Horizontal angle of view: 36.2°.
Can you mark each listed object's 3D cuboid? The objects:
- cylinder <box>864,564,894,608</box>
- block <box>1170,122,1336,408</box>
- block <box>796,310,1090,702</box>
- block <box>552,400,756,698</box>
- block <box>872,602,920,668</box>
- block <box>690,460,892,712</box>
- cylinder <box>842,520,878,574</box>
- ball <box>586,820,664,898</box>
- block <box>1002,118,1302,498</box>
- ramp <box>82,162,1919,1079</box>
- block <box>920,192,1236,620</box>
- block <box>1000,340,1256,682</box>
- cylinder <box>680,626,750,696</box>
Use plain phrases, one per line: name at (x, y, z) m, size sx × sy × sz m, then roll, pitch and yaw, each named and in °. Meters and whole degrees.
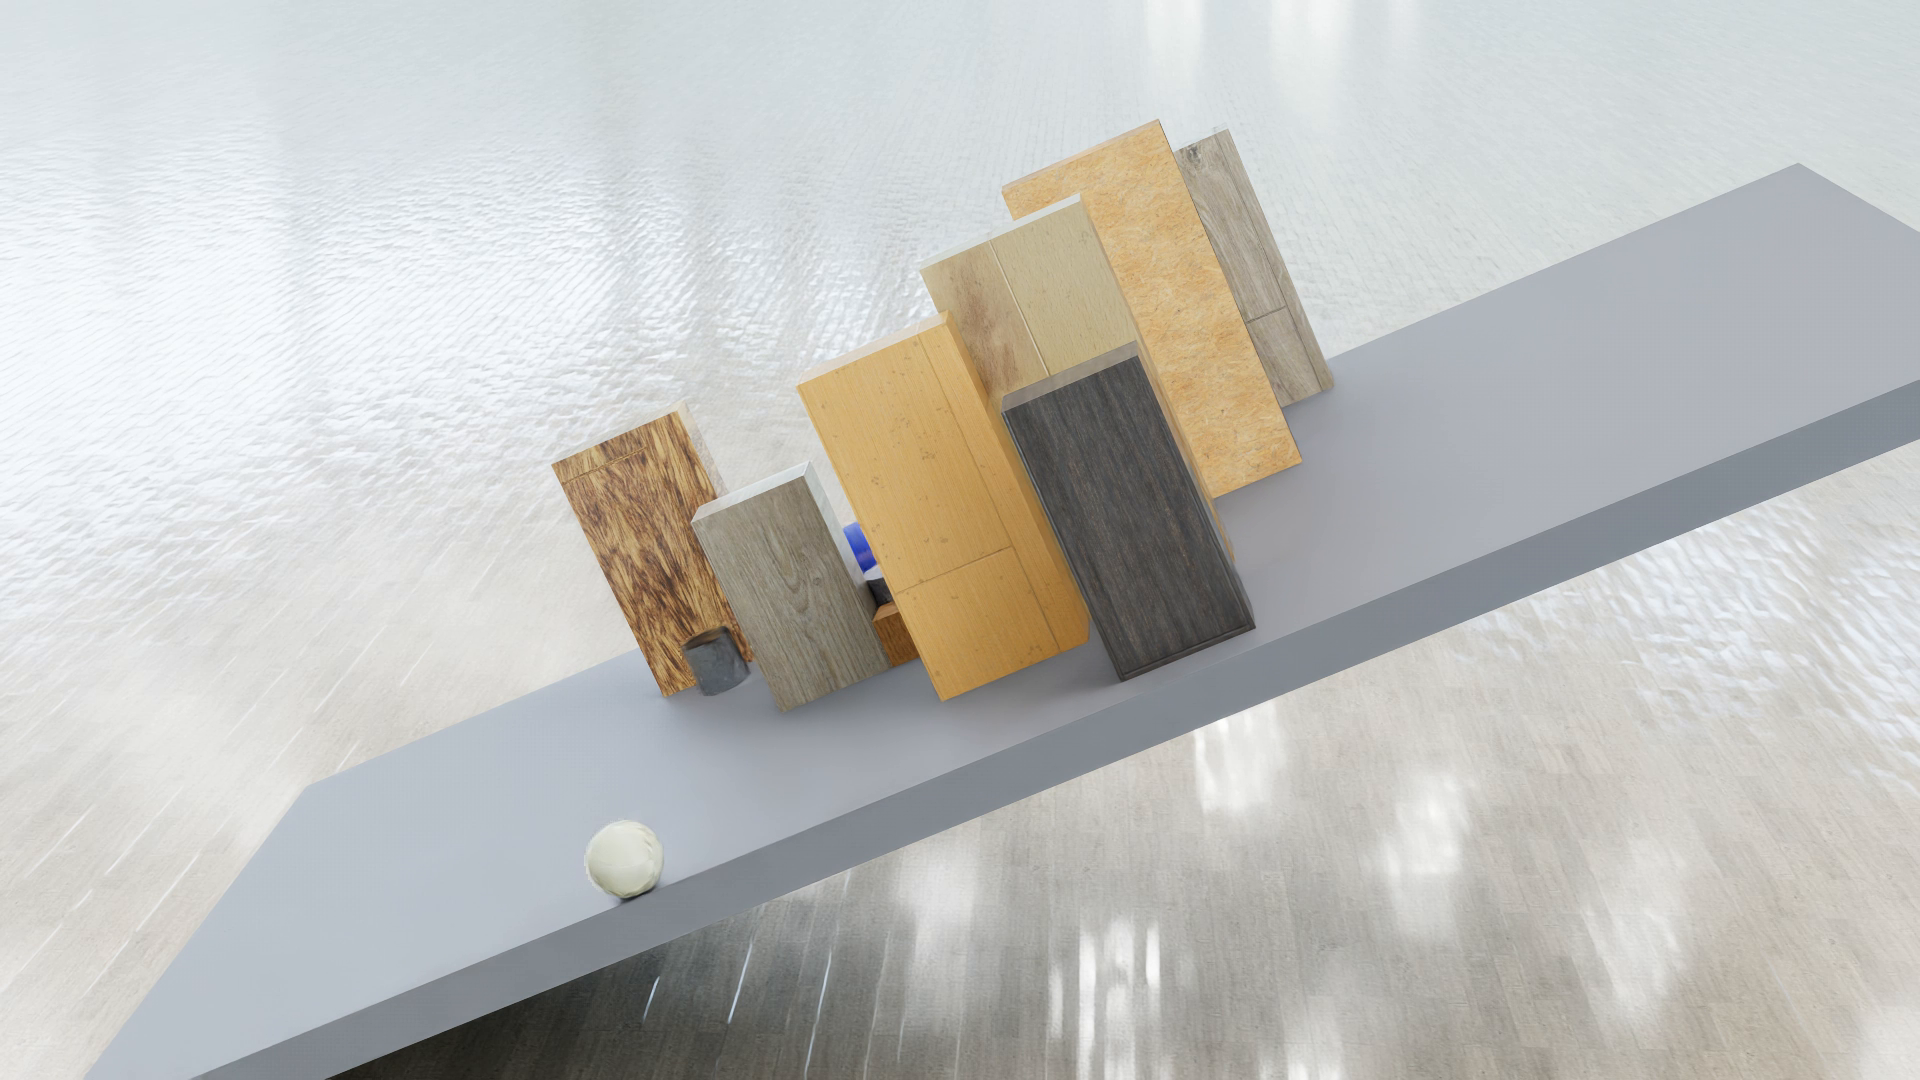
cylinder at (-0.102, 0.121, 6.315) m, size 0.163 × 0.163 × 0.163 m, roll -23°, pitch 13°, yaw 6°
block at (0.626, -0.615, 6.843) m, size 0.259 × 0.650 × 0.119 m, roll -23°, pitch 13°, yaw 8°
block at (-0.029, -0.065, 5.736) m, size 0.315 × 0.688 × 0.134 m, roll -23°, pitch 13°, yaw 8°
block at (-0.656, 0.020, 6.750) m, size 0.317 × 0.601 × 0.124 m, roll -23°, pitch 13°, yaw 8°
block at (-0.107, 0.185, 6.193) m, size 0.107 × 0.107 × 0.107 m, roll -22°, pitch 13°, yaw 13°
block at (-0.347, 0.098, 6.203) m, size 0.259 × 0.451 × 0.141 m, roll -23°, pitch 13°, yaw 8°
cylinder at (-0.243, 0.057, 6.799) m, size 0.180 × 0.180 × 0.180 m, roll -25°, pitch 18°, yaw -4°
ball at (-0.616, 0.587, 5.418) m, size 0.142 × 0.142 × 0.142 m, roll 0°, pitch 15°, yaw 0°
block at (0.413, -0.462, 6.299) m, size 0.361 × 0.790 × 0.095 m, roll -23°, pitch 13°, yaw 8°
ramp at (0.131, 0.170, 6.285) m, size 4.000 × 0.100 × 2.000 m, roll -23°, pitch 13°, yaw 8°
block at (0.235, -0.255, 5.811) m, size 0.339 × 0.779 × 0.114 m, roll -23°, pitch 13°, yaw 8°
block at (0.309, -0.052, 5.372) m, size 0.266 × 0.550 × 0.144 m, roll -23°, pitch 13°, yaw 8°
cylinder at (-0.551, 0.273, 6.631) m, size 0.118 × 0.118 × 0.118 m, roll -23°, pitch 13°, yaw 6°
